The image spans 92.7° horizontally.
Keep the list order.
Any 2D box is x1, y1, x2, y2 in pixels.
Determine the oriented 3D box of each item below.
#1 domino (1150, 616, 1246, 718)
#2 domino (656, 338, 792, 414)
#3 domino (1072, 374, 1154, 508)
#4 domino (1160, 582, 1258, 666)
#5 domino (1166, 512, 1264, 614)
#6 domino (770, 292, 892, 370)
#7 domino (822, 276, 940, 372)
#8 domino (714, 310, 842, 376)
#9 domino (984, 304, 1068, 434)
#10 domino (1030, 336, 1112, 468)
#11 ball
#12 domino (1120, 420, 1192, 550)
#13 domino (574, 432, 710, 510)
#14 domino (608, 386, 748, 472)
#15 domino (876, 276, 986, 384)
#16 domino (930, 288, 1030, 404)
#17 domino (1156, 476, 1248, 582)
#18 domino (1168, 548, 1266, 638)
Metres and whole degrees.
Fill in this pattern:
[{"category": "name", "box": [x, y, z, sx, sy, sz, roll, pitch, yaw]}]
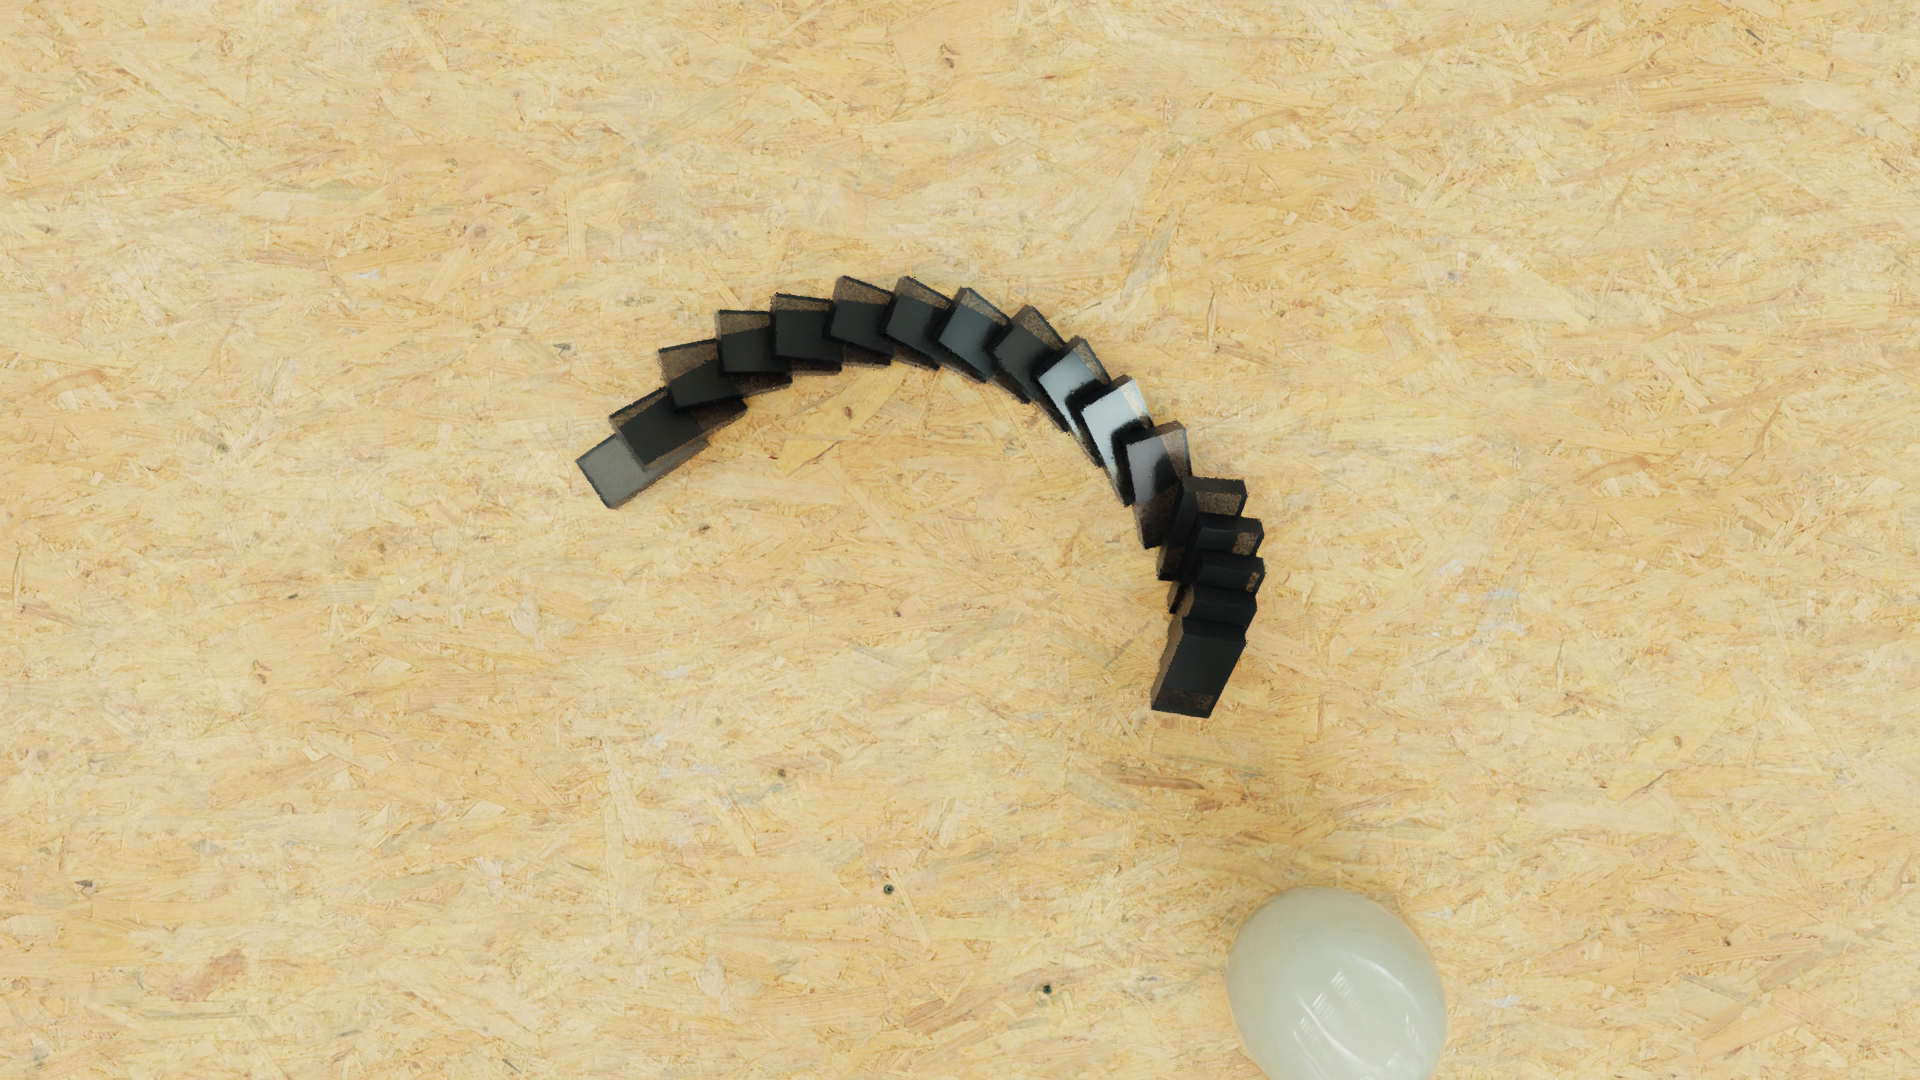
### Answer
[{"category": "domino", "box": [0.098, 0.054, 0.380, 0.025, 0.010, 0.050, 9, 133, 0]}, {"category": "domino", "box": [-0.099, -0.072, 0.385, 0.050, 0.009, 0.025, -18, 90, -25]}, {"category": "domino", "box": [0.069, -0.041, 0.384, 0.025, 0.009, 0.050, -31, 117, 0]}, {"category": "domino", "box": [0.102, 0.040, 0.380, 0.025, 0.010, 0.050, 9, 133, 0]}, {"category": "domino", "box": [0.105, 0.011, 0.379, 0.025, 0.010, 0.050, 7, 133, -1]}, {"category": "domino", "box": [-0.054, -0.087, 0.385, 0.050, 0.009, 0.025, 0, 90, -27]}, {"category": "domino", "box": [-0.030, -0.090, 0.384, 0.050, 0.010, 0.025, 13, 90, -27]}, {"category": "domino", "box": [-0.076, -0.082, 0.385, 0.050, 0.010, 0.025, -5, 90, -26]}, {"category": "domino", "box": [0.036, -0.071, 0.384, 0.025, 0.010, 0.050, -47, 117, 0]}, {"category": "domino", "box": [0.054, -0.058, 0.384, 0.025, 0.010, 0.050, -40, 118, 0]}, {"category": "ball", "box": [0.146, 0.178, 0.360, 0.080, 0.080, 0.080, 0, 90, 0]}, {"category": "domino", "box": [0.084, -0.023, 0.384, 0.025, 0.010, 0.050, -16, 118, 0]}, {"category": "domino", "box": [-0.137, -0.038, 0.395, 0.050, 0.010, 0.025, -34, 90, 0]}, {"category": "domino", "box": [-0.118, -0.052, 0.385, 0.050, 0.009, 0.025, -36, 91, -26]}, {"category": "domino", "box": [-0.007, -0.087, 0.384, 0.050, 0.009, 0.025, 22, 90, -27]}, {"category": "domino", "box": [0.015, -0.081, 0.384, 0.050, 0.009, 0.025, 30, 90, -28]}, {"category": "domino", "box": [0.099, -0.003, 0.379, 0.025, 0.010, 0.050, 4, 133, -1]}, {"category": "domino", "box": [0.105, 0.026, 0.380, 0.025, 0.009, 0.050, 9, 133, 0]}]
